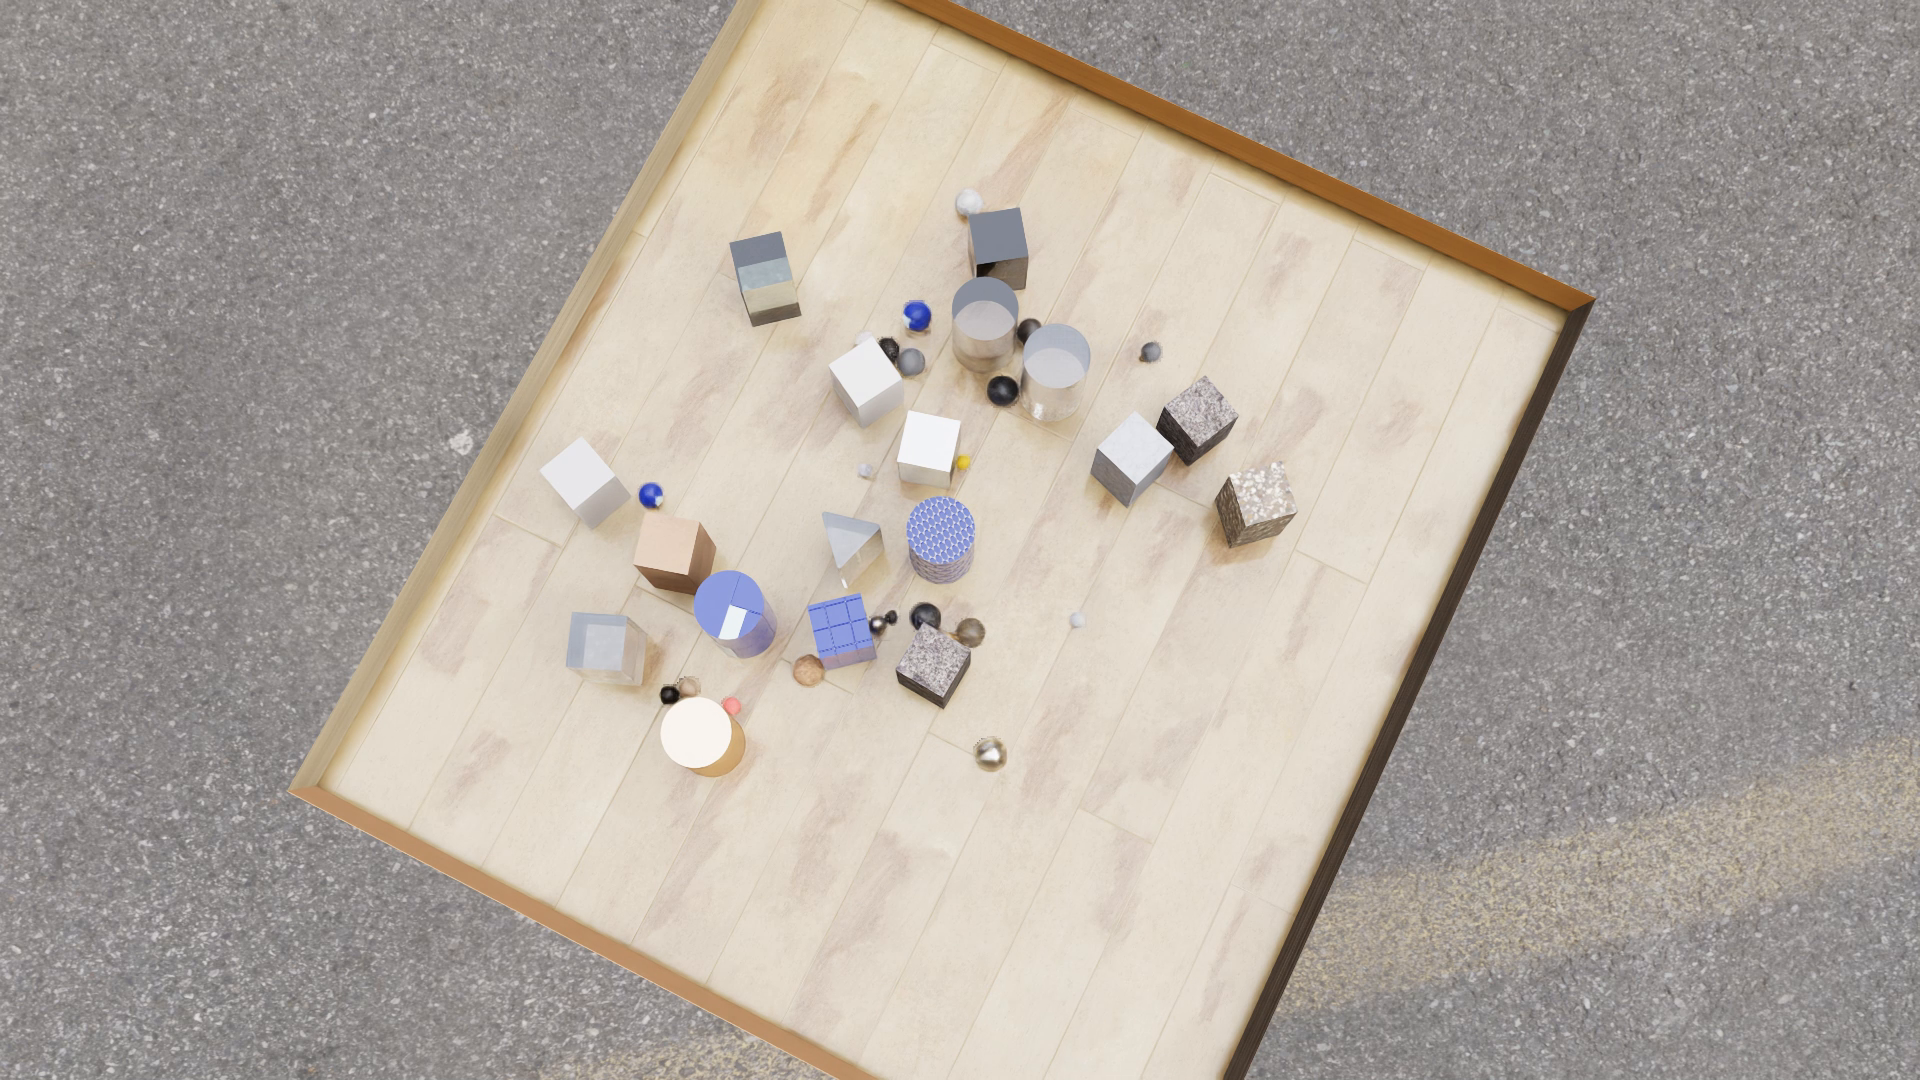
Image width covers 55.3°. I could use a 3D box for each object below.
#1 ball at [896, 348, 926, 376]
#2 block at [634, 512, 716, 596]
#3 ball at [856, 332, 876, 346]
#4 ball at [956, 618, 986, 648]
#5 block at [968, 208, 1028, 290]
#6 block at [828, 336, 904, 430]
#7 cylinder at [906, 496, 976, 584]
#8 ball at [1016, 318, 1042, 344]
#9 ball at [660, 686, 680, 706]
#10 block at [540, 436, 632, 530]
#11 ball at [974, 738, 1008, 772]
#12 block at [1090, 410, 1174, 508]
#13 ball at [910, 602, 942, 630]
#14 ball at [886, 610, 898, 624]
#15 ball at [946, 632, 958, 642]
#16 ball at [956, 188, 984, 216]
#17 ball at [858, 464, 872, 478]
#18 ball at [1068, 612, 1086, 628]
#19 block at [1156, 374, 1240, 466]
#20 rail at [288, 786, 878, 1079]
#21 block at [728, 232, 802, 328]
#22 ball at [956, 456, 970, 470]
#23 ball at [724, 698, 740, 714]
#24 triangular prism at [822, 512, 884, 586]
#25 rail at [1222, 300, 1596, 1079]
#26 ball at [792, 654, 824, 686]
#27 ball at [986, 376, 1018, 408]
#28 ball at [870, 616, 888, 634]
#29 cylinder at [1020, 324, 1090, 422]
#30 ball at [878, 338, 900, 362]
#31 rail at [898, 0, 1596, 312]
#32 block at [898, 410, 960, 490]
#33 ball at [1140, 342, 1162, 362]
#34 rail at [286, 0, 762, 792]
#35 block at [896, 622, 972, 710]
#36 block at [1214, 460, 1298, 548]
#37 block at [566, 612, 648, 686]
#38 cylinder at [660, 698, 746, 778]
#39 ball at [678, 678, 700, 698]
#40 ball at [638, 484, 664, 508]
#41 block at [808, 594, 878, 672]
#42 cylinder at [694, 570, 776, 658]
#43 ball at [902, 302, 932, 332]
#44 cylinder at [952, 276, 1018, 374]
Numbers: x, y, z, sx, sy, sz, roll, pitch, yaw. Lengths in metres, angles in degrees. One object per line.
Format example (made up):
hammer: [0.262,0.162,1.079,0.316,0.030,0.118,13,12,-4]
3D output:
ball: [-0.151,-0.552,5.685,0.089,0.089,0.089,0,78,0]
block: [-0.838,0.046,5.415,0.159,0.375,0.159,11,79,2]
ball: [-0.293,-0.618,5.713,0.061,0.061,0.061,0,78,0]
ball: [0.033,0.280,5.511,0.093,0.093,0.093,0,78,0]
block: [0.116,-0.885,5.651,0.159,0.291,0.159,-9,78,-2]
block: [-0.283,-0.476,5.587,0.159,0.251,0.159,-34,80,-7]
cylinder: [-0.055,0.005,5.443,0.198,0.338,0.198,0,78,0]
ball: [0.220,-0.647,5.707,0.085,0.085,0.085,0,78,0]
ball: [-0.871,0.465,5.490,0.058,0.058,0.058,0,78,0]
block: [-1.122,-0.169,5.509,0.159,0.279,0.159,-41,81,-8]
ball: [0.093,0.639,5.434,0.099,0.099,0.099,0,78,0]
block: [0.513,-0.238,5.506,0.159,0.314,0.159,44,82,8]
ball: [-0.101,0.236,5.520,0.094,0.094,0.094,0,78,0]
ball: [-0.207,0.234,5.548,0.040,0.040,0.040,0,78,0]
ball: [-0.033,0.305,5.528,0.051,0.051,0.051,0,78,0]
ball: [0.029,-1.066,5.792,0.088,0.088,0.088,0,78,0]
ball: [-0.291,-0.214,5.638,0.046,0.046,0.046,0,78,0]
ball: [0.354,0.241,5.541,0.050,0.050,0.050,0,78,0]
block: [0.718,-0.359,5.564,0.159,0.248,0.159,-37,81,-7]
rail: [-0.683,1.344,5.271,2.833,0.129,0.045,26,80,5]
block: [-0.593,-0.795,5.612,0.159,0.331,0.159,-13,79,-3]
ball: [0.009,-0.238,5.644,0.043,0.043,0.043,0,78,0]
ball: [-0.682,0.497,5.487,0.053,0.053,0.053,0,78,0]
triangular prism: [-0.344,0.003,5.451,0.149,0.324,0.172,43,81,8]
rail: [1.246,0.617,5.422,0.045,0.129,3.101,26,80,5]
ball: [-0.455,0.390,5.488,0.094,0.094,0.094,0,78,0]
ball: [0.131,-0.460,5.661,0.099,0.099,0.099,0,78,0]
ball: [-0.247,0.254,5.534,0.054,0.054,0.054,0,78,0]
cylinder: [0.283,-0.502,5.535,0.198,0.364,0.198,0,78,0]
ball: [-0.227,-0.588,5.697,0.081,0.081,0.081,0,78,0]
rail: [0.683,-1.330,5.825,2.833,0.129,0.045,26,80,5]
block: [-0.092,-0.269,5.549,0.159,0.241,0.159,12,79,2]
ball: [0.595,-0.584,5.705,0.063,0.063,0.063,0,78,0]
rail: [-1.246,-0.603,5.675,0.045,0.129,3.101,26,80,5]
block: [-0.077,0.373,5.383,0.159,0.307,0.159,30,80,6]
block: [0.881,-0.102,5.472,0.159,0.325,0.159,-15,79,-3]
block: [-1.033,0.322,5.376,0.159,0.341,0.159,4,78,1]
cylinder: [-0.741,0.576,5.316,0.198,0.355,0.198,0,78,0]
ball: [-0.812,0.445,5.493,0.062,0.062,0.062,0,78,0]
ball: [-0.946,-0.134,5.605,0.077,0.077,0.077,0,78,0]
block: [-0.346,0.274,5.421,0.159,0.272,0.159,-14,79,-3]
cylinder: [-0.655,0.222,5.373,0.198,0.386,0.198,0,78,0]
ball: [-0.134,-0.696,5.713,0.093,0.093,0.093,0,78,0]
cylinder: [0.075,-0.650,5.580,0.198,0.336,0.198,0,78,0]
